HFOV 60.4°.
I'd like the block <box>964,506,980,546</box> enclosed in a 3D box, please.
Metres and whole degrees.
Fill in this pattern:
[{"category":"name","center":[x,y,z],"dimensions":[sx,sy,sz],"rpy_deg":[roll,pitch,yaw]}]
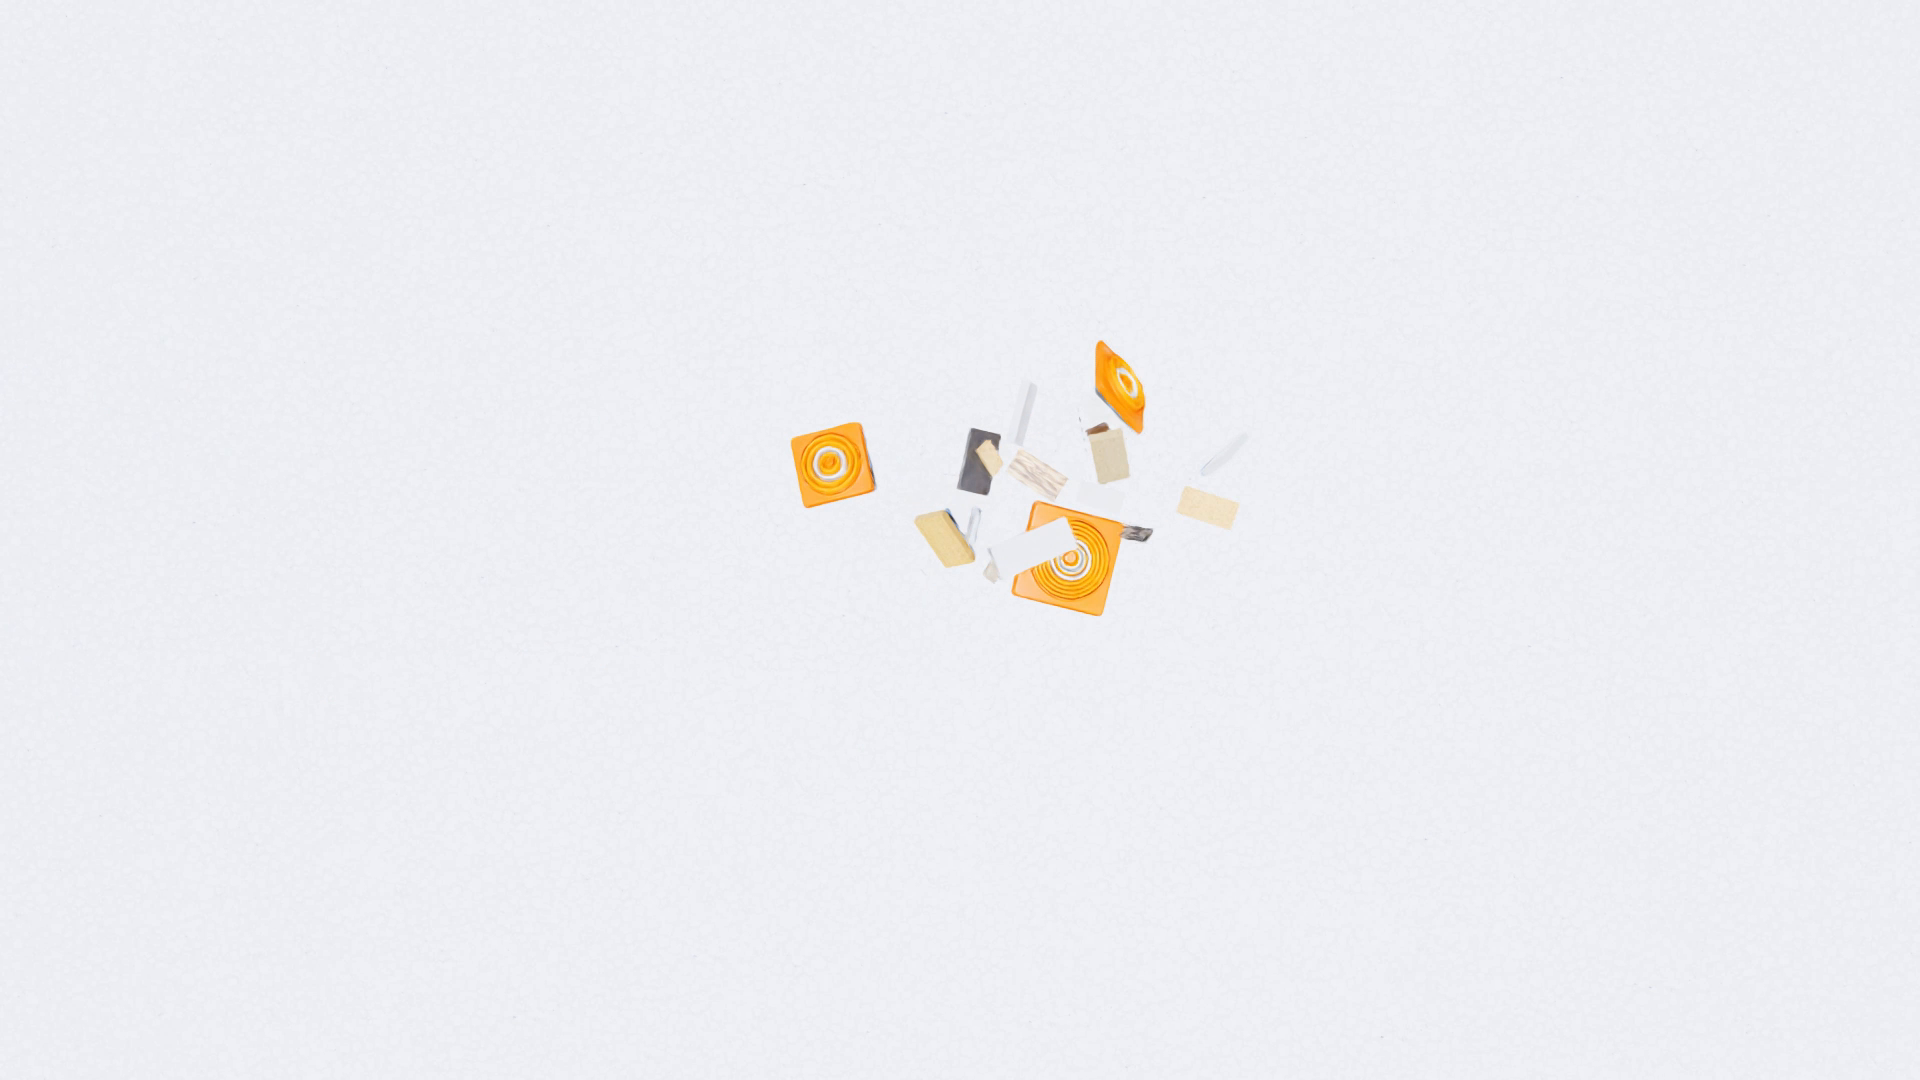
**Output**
[{"category":"block","center":[0.041,-0.046,5.369],"dimensions":[0.016,0.056,0.113],"rpy_deg":[8,115,-15]}]

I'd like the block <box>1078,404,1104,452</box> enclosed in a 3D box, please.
[{"category":"block","center":[0.442,-0.375,5.490],"dimensions":[0.074,0.021,0.148],"rpy_deg":[-11,90,0]}]

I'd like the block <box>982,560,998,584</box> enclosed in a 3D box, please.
[{"category":"block","center":[0.121,0.086,5.403],"dimensions":[0.052,0.015,0.104],"rpy_deg":[39,76,-15]}]

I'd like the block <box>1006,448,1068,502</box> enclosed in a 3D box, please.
[{"category":"block","center":[0.255,-0.215,5.486],"dimensions":[0.191,0.027,0.095],"rpy_deg":[32,90,0]}]

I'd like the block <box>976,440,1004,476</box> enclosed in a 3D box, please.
[{"category":"block","center":[0.099,-0.271,5.422],"dimensions":[0.056,0.016,0.113],"rpy_deg":[-46,128,-16]}]

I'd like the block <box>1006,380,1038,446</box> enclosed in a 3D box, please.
[{"category":"block","center":[0.205,-0.418,5.446],"dimensions":[0.030,0.104,0.209],"rpy_deg":[15,90,17]}]

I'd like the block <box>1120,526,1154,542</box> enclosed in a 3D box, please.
[{"category":"block","center":[0.577,-0.020,5.385],"dimensions":[0.104,0.052,0.015],"rpy_deg":[9,45,-31]}]

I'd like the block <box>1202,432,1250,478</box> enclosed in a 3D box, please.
[{"category":"block","center":[0.869,-0.280,5.393],"dimensions":[0.027,0.201,0.095],"rpy_deg":[49,132,-2]}]

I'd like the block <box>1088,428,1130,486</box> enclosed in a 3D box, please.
[{"category":"block","center":[0.491,-0.273,5.402],"dimensions":[0.109,0.219,0.031],"rpy_deg":[-14,51,3]}]

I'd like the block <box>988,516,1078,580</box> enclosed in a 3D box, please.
[{"category":"block","center":[0.235,0.026,5.350],"dimensions":[0.279,0.031,0.109],"rpy_deg":[-23,93,-17]}]

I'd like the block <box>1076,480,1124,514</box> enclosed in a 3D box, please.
[{"category":"block","center":[0.468,-0.142,5.490],"dimensions":[0.148,0.021,0.074],"rpy_deg":[17,90,0]}]

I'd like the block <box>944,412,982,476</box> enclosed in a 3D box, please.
[{"category":"block","center":[0.011,-0.316,5.485],"dimensions":[0.104,0.030,0.209],"rpy_deg":[7,90,0]}]

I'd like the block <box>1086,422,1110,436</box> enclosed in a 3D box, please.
[{"category":"block","center":[0.478,-0.323,5.433],"dimensions":[0.074,0.021,0.148],"rpy_deg":[-22,135,16]}]

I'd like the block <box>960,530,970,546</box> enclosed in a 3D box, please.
[{"category":"block","center":[0.005,0.021,5.492],"dimensions":[0.056,0.016,0.113],"rpy_deg":[1,90,0]}]

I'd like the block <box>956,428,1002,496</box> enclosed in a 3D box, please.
[{"category":"block","center":[0.063,-0.258,5.457],"dimensions":[0.104,0.030,0.209],"rpy_deg":[12,88,-18]}]

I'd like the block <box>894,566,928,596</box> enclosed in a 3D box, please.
[{"category":"block","center":[-0.165,0.137,5.493],"dimensions":[0.104,0.015,0.052],"rpy_deg":[-41,90,0]}]

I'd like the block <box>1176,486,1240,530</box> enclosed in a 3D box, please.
[{"category":"block","center":[0.823,-0.107,5.486],"dimensions":[0.191,0.027,0.095],"rpy_deg":[18,90,0]}]

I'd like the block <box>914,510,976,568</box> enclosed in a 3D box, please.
[{"category":"block","center":[-0.049,-0.003,5.399],"dimensions":[0.109,0.031,0.219],"rpy_deg":[-12,129,31]}]
